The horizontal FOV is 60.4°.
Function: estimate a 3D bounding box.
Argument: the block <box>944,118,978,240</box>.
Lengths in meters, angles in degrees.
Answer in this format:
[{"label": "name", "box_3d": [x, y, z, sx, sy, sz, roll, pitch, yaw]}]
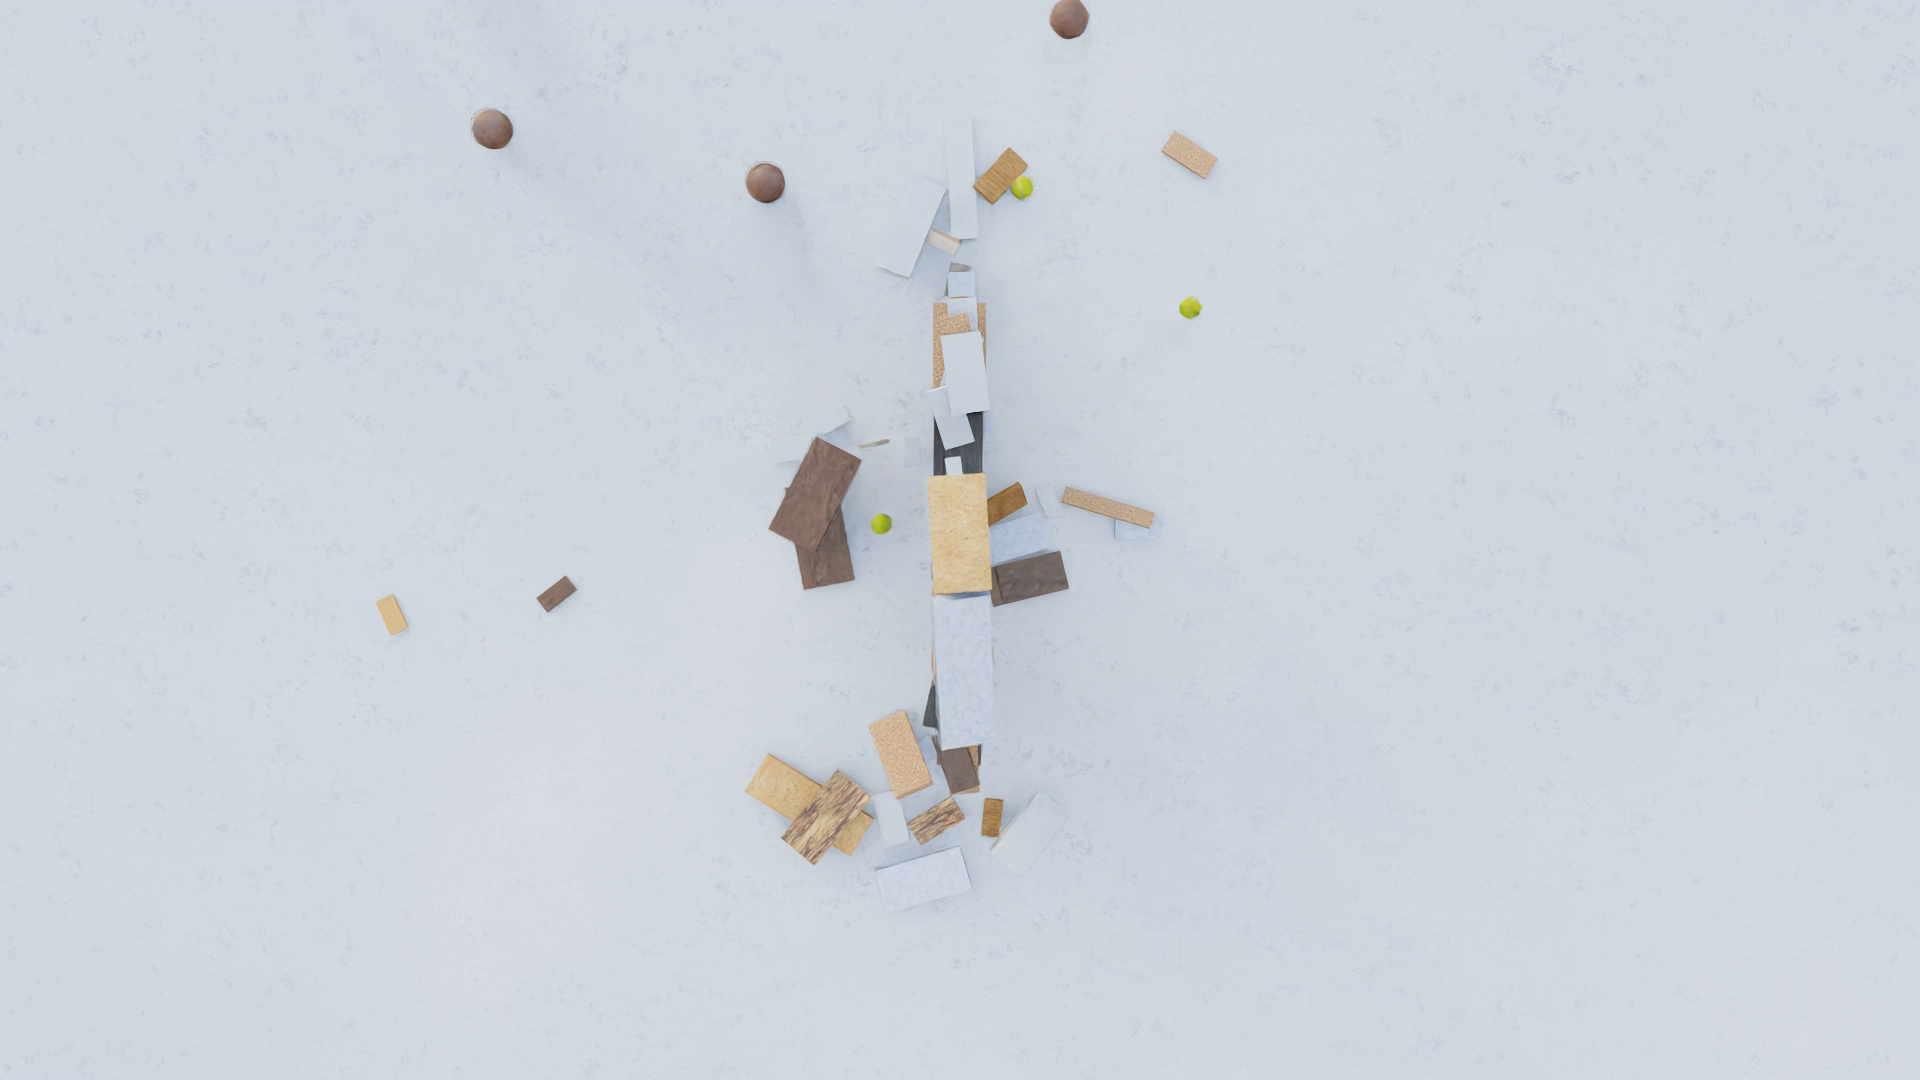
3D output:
[{"label": "block", "box_3d": [0.006, -1.200, 5.487, 0.089, 0.025, 0.400, -4, 90, 0]}]

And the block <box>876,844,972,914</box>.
[{"label": "block", "box_3d": [-0.120, 1.126, 5.479, 0.291, 0.041, 0.145, -16, 90, 0]}]

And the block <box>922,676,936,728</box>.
[{"label": "block", "box_3d": [-0.047, 0.486, 5.063, 0.099, 0.028, 0.199, 12, 108, -3]}]

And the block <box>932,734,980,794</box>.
[{"label": "block", "box_3d": [-0.012, 0.685, 5.122, 0.095, 0.027, 0.190, -18, 97, 5]}]

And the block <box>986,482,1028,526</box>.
[{"label": "block", "box_3d": [0.127, -0.109, 5.444, 0.190, 0.095, 0.027, -30, 52, -7]}]

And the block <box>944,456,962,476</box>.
[{"label": "block", "box_3d": [-0.017, -0.209, 5.144, 0.049, 0.014, 0.098, -7, 90, 0]}]

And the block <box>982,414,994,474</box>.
[{"label": "block", "box_3d": [0.087, -0.317, 5.453, 0.027, 0.095, 0.190, 9, 90, 0]}]

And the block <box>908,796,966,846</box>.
[{"label": "block", "box_3d": [-0.079, 0.934, 5.488, 0.174, 0.025, 0.087, -32, 90, 0]}]

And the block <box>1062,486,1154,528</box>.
[{"label": "block", "box_3d": [0.491, -0.108, 5.476, 0.307, 0.015, 0.054, 17, 77, 4]}]

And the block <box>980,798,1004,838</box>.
[{"label": "block", "box_3d": [0.107, 0.925, 5.491, 0.062, 0.017, 0.123, 6, 90, 0]}]

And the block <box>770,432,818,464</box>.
[{"label": "block", "box_3d": [-0.548, -0.306, 5.489, 0.158, 0.022, 0.079, -9, 90, 0]}]

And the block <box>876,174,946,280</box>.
[{"label": "block", "box_3d": [-0.163, -1.041, 5.483, 0.121, 0.034, 0.325, 22, 90, 0]}]

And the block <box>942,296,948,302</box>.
[{"label": "block", "box_3d": [-0.014, -0.756, 5.432, 0.107, 0.015, 0.054, 28, 103, -7]}]

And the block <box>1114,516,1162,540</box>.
[{"label": "block", "box_3d": [0.595, -0.042, 5.489, 0.158, 0.022, 0.079, 1, 90, 0]}]

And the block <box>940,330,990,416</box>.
[{"label": "block", "box_3d": [0.017, -0.510, 5.040, 0.121, 0.034, 0.241, -8, 102, -2]}]

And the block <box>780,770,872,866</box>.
[{"label": "block", "box_3d": [-0.441, 0.913, 5.438, 0.145, 0.041, 0.291, 40, 90, 0]}]

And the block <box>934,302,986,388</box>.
[{"label": "block", "box_3d": [-0.001, -0.573, 5.148, 0.164, 0.047, 0.329, 0, 90, 0]}]

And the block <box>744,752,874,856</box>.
[{"label": "block", "box_3d": [-0.500, 0.879, 5.479, 0.412, 0.041, 0.145, 32, 90, 0]}]

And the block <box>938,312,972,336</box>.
[{"label": "block", "box_3d": [-0.002, -0.599, 5.052, 0.090, 0.026, 0.181, -12, 102, 2]}]

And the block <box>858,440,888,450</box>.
[{"label": "block", "box_3d": [-0.284, -0.313, 5.414, 0.049, 0.098, 0.014, -11, 91, -44]}]

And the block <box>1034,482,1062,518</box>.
[{"label": "block", "box_3d": [0.293, -0.132, 5.492, 0.054, 0.015, 0.109, -23, 90, 0]}]

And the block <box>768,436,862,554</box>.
[{"label": "block", "box_3d": [-0.475, -0.149, 5.427, 0.171, 0.049, 0.343, 27, 90, 0]}]

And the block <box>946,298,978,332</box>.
[{"label": "block", "box_3d": [0.010, -0.656, 5.095, 0.090, 0.026, 0.181, -3, 101, 0]}]

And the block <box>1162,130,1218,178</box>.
[{"label": "block", "box_3d": [0.764, -1.281, 5.489, 0.173, 0.022, 0.079, 33, 90, 0]}]

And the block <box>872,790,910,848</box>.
[{"label": "block", "box_3d": [-0.228, 0.925, 5.488, 0.087, 0.025, 0.174, -14, 90, 0]}]

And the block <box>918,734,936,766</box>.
[{"label": "block", "box_3d": [-0.150, 0.734, 5.488, 0.174, 0.025, 0.087, -37, 90, 0]}]

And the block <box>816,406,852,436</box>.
[{"label": "block", "box_3d": [-0.420, -0.398, 5.492, 0.109, 0.015, 0.054, -31, 90, 0]}]

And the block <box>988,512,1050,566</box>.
[{"label": "block", "box_3d": [0.166, 0.001, 5.483, 0.241, 0.034, 0.121, -17, 90, 0]}]

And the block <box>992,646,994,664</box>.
[{"label": "block", "box_3d": [0.023, 0.367, 5.333, 0.167, 0.334, 0.047, -2, 90, 0]}]

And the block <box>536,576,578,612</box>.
[{"label": "block", "box_3d": [-1.342, 0.180, 5.491, 0.123, 0.017, 0.062, -38, 90, 0]}]

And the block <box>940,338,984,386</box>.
[{"label": "block", "box_3d": [0.005, -0.547, 5.090, 0.090, 0.026, 0.181, 16, 102, -4]}]

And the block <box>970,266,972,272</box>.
[{"label": "block", "box_3d": [0.002, -0.839, 5.474, 0.067, 0.019, 0.134, 2, 105, 0]}]

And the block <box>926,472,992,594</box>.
[{"label": "block", "box_3d": [-0.001, -0.020, 4.759, 0.168, 0.048, 0.336, -3, 90, 0]}]

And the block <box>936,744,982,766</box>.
[{"label": "block", "box_3d": [-0.001, 0.567, 5.200, 0.140, 0.040, 0.280, 1, 90, 0]}]

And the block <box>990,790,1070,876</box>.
[{"label": "block", "box_3d": [0.228, 0.969, 5.460, 0.130, 0.037, 0.259, 41, 84, -8]}]

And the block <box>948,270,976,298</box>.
[{"label": "block", "box_3d": [0.007, -0.796, 5.443, 0.089, 0.025, 0.178, -2, 105, 1]}]

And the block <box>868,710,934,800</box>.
[{"label": "block", "box_3d": [-0.195, 0.706, 5.420, 0.130, 0.037, 0.269, -24, 62, 0]}]

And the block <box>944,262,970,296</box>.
[{"label": "block", "box_3d": [-0.011, -0.846, 5.452, 0.067, 0.019, 0.134, 11, 105, -2]}]

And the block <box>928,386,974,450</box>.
[{"label": "block", "box_3d": [-0.028, -0.383, 5.106, 0.095, 0.027, 0.190, -16, 106, 6]}]

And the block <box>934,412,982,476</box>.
[{"label": "block", "box_3d": [-0.006, -0.250, 5.172, 0.153, 0.043, 0.306, 1, 90, 0]}]

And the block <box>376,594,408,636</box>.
[{"label": "block", "box_3d": [-1.890, 0.250, 5.491, 0.062, 0.017, 0.123, -25, 90, 0]}]

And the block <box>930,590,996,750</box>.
[{"label": "block", "box_3d": [0.009, 0.394, 4.975, 0.171, 0.049, 0.499, -8, 114, -12]}]

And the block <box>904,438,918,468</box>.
[{"label": "block", "box_3d": [-0.162, -0.292, 5.493, 0.049, 0.014, 0.098, 1, 90, 0]}]

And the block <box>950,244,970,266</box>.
[{"label": "block", "box_3d": [-0.002, -0.915, 5.491, 0.067, 0.019, 0.134, 1, 90, 0]}]

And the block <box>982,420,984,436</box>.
[{"label": "block", "box_3d": [-0.003, -0.353, 5.347, 0.153, 0.306, 0.043, -1, 90, 0]}]

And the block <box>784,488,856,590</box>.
[{"label": "block", "box_3d": [-0.465, -0.019, 5.476, 0.171, 0.049, 0.343, -11, 90, 0]}]

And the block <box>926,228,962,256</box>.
[{"label": "block", "box_3d": [-0.053, -0.990, 5.476, 0.107, 0.015, 0.054, 27, 102, 13]}]

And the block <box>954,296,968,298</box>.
[{"label": "block", "box_3d": [0.002, -0.701, 5.117, 0.054, 0.015, 0.107, -4, 90, 0]}]

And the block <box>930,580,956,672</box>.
[{"label": "block", "box_3d": [-0.004, 0.244, 5.142, 0.167, 0.047, 0.334, 1, 90, 0]}]

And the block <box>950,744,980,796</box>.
[{"label": "block", "box_3d": [0.008, 0.669, 5.166, 0.095, 0.027, 0.252, -4, 90, 0]}]

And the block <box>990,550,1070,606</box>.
[{"label": "block", "box_3d": [0.221, 0.129, 5.482, 0.259, 0.037, 0.130, -14, 90, 0]}]

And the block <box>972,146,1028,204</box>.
[{"label": "block", "box_3d": [0.135, -1.208, 5.474, 0.089, 0.025, 0.178, 42, 83, -4]}]
